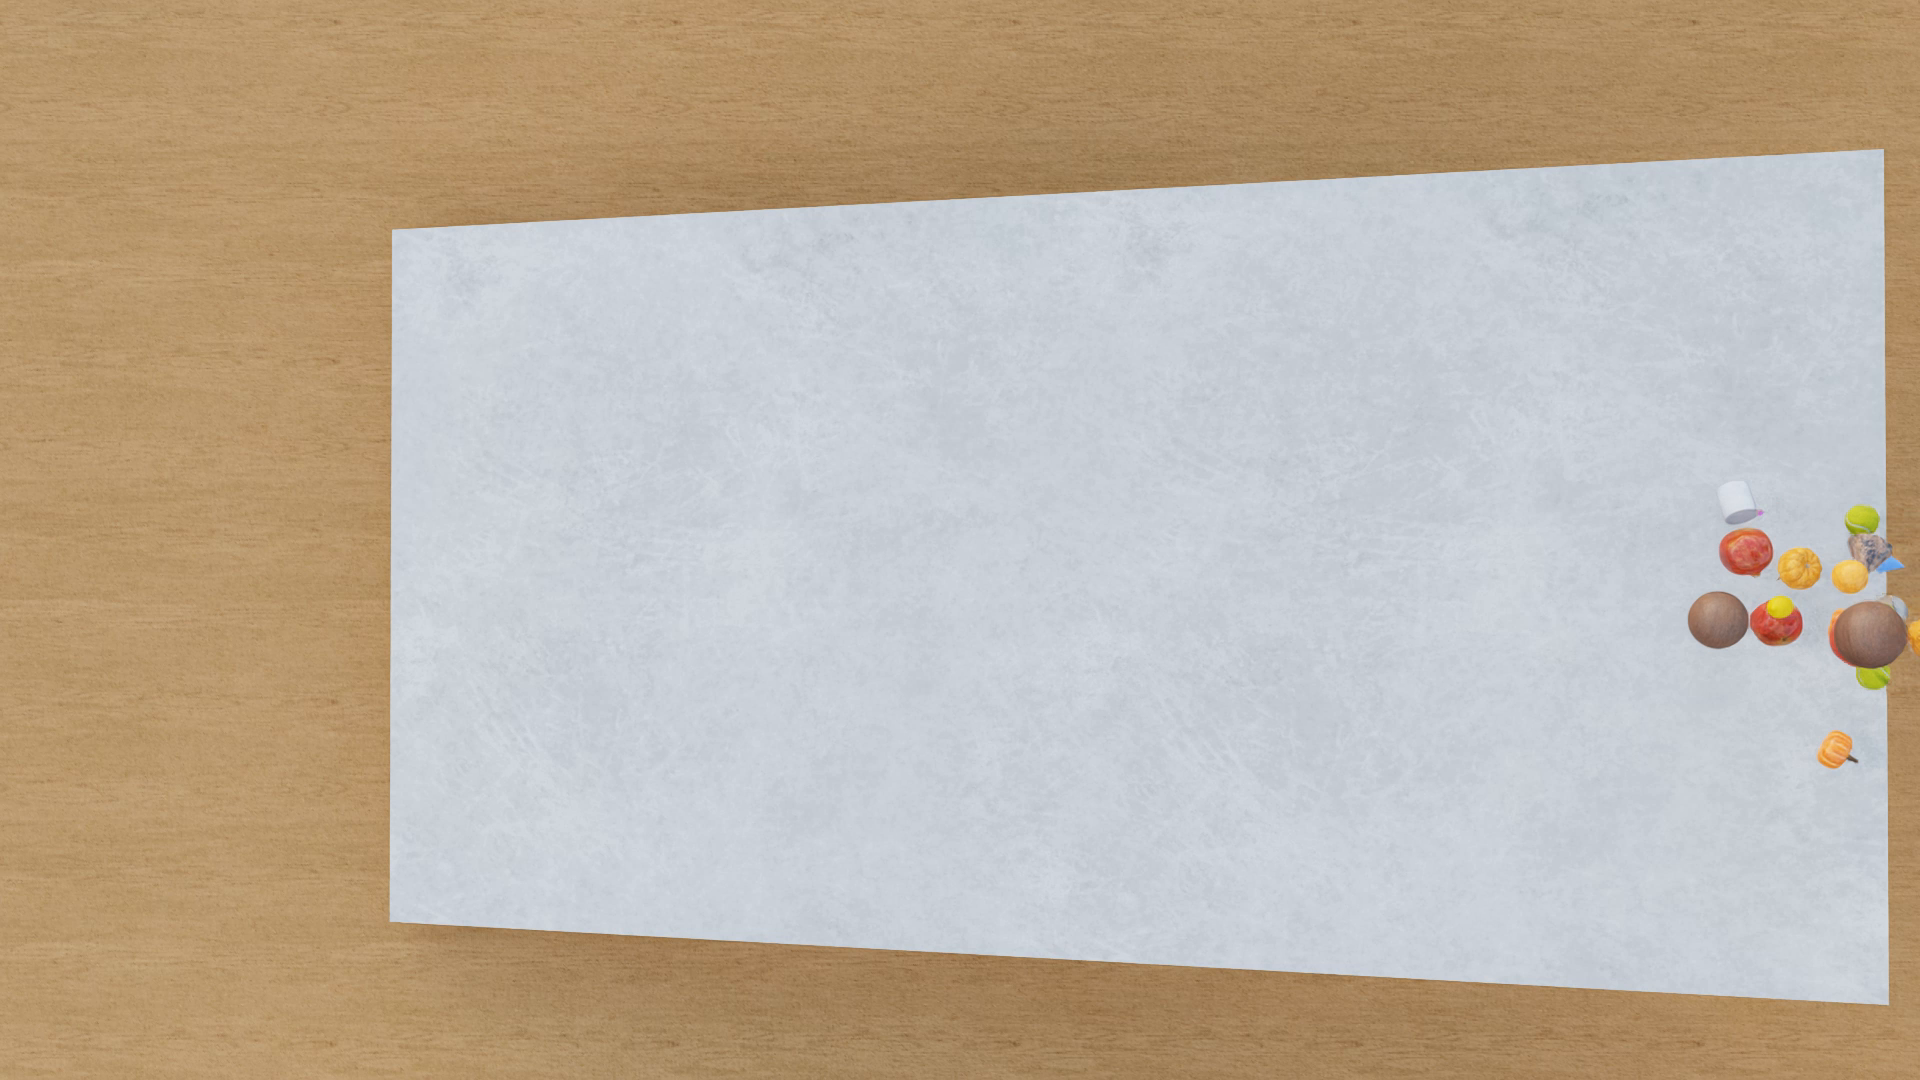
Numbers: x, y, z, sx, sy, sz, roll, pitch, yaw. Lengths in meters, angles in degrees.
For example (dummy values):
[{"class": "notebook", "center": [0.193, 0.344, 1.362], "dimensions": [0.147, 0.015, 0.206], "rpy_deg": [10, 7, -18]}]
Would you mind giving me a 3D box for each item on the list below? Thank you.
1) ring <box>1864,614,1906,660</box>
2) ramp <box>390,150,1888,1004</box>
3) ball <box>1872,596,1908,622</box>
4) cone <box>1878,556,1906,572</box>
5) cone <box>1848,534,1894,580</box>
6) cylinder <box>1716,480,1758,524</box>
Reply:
[{"class": "ring", "center": [2.057, 0.217, 4.887], "dimensions": [0.036, 0.109, 0.109], "rpy_deg": [20, 89, -16]}, {"class": "ramp", "center": [0.275, 0.093, 5.796], "dimensions": [4.000, 0.100, 2.000], "rpy_deg": [0, 89, 18]}, {"class": "ball", "center": [2.138, 0.166, 5.056], "dimensions": [0.078, 0.078, 0.078], "rpy_deg": [0, 89, 0]}, {"class": "cone", "center": [2.092, 0.054, 4.928], "dimensions": [0.054, 0.054, 0.054], "rpy_deg": [14, 89, 10]}, {"class": "cone", "center": [1.896, 0.051, 4.607], "dimensions": [0.092, 0.092, 0.092], "rpy_deg": [28, 64, 0]}, {"class": "cylinder", "center": [1.747, -0.084, 4.946], "dimensions": [0.073, 0.073, 0.073], "rpy_deg": [-7, 63, 0]}]
